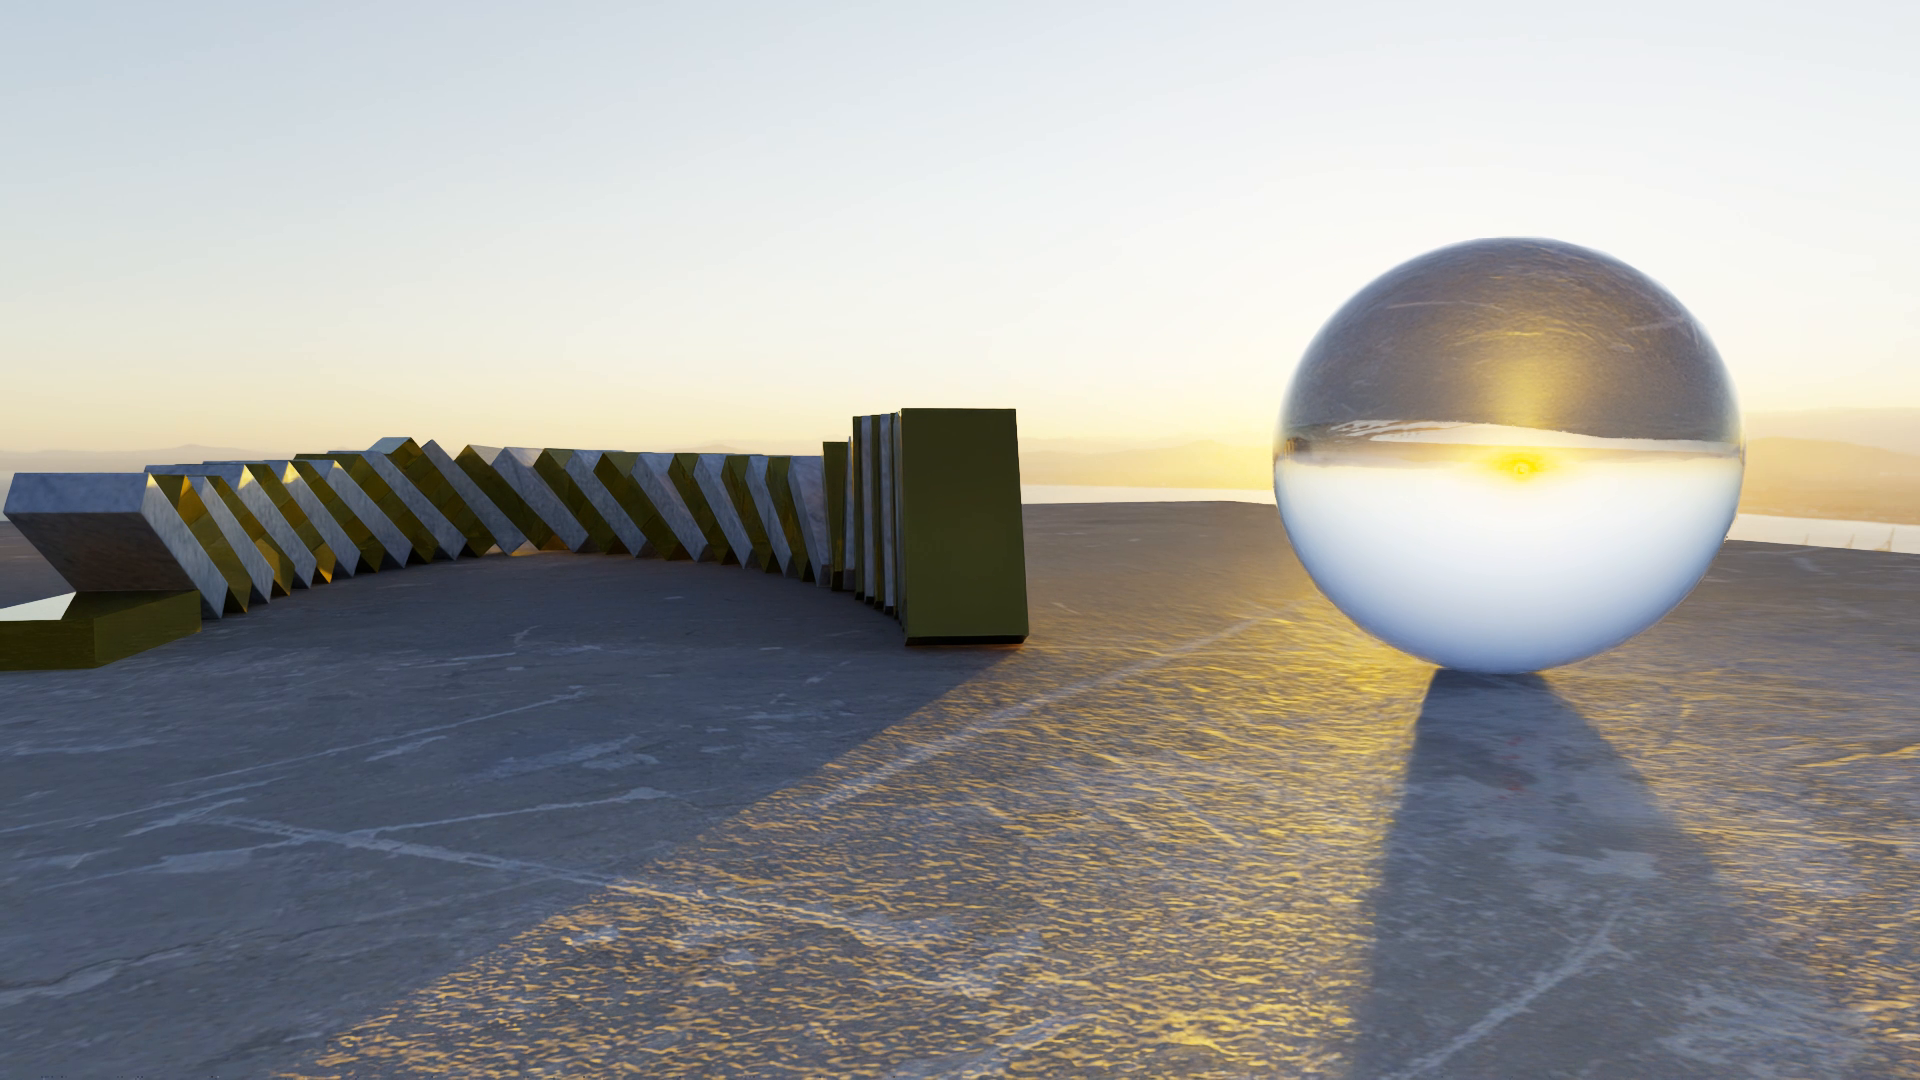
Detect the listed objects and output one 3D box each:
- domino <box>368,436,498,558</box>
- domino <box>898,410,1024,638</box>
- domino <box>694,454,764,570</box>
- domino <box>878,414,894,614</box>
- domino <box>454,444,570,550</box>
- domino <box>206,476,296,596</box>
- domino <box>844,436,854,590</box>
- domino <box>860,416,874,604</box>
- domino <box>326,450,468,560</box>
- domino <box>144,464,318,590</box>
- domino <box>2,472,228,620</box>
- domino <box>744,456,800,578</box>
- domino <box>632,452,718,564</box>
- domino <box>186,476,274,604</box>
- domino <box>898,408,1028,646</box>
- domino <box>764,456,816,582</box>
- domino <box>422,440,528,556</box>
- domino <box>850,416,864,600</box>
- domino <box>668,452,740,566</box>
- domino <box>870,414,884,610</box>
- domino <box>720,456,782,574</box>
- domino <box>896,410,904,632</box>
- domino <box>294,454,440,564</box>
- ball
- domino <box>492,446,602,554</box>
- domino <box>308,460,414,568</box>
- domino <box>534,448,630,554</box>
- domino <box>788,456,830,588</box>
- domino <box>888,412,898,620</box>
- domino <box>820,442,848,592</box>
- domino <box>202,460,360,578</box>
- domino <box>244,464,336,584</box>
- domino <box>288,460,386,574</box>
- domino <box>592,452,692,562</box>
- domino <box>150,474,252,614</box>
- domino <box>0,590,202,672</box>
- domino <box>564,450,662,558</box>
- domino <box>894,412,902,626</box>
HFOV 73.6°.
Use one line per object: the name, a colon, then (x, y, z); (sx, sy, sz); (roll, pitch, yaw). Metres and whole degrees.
domino: (-0.196, -0.016, 0.476); (0.025, 0.050, 0.009); (4, 45, 44)
domino: (0.000, -0.004, 0.284); (0.025, 0.050, 0.009); (-1, -16, -7)
domino: (-0.073, -0.011, 0.454); (0.025, 0.010, 0.050); (-3, 44, -36)
domino: (-0.007, -0.007, 0.324); (0.025, 0.050, 0.010); (-1, -16, -7)
domino: (-0.173, -0.017, 0.505); (0.050, 0.009, 0.025); (44, 8, 7)
domino: (-0.199, 0.000, 0.338); (0.025, 0.009, 0.050); (0, -28, -5)
domino: (-0.021, -0.008, 0.373); (0.025, 0.050, 0.010); (4, -39, -8)
domino: (-0.013, -0.008, 0.344); (0.025, 0.050, 0.009); (-1, -16, -7)
domino: (-0.202, -0.012, 0.456); (0.025, 0.009, 0.050); (2, -37, 25)
domino: (-0.202, -0.003, 0.356); (0.025, 0.009, 0.050); (-1, -32, -3)
domino: (-0.184, 0.003, 0.284); (0.025, 0.009, 0.050); (0, -29, -11)
domino: (-0.053, -0.009, 0.428); (0.025, 0.010, 0.050); (-2, 43, -27)
domino: (-0.098, -0.013, 0.475); (0.025, 0.010, 0.050); (-5, 46, -49)
domino: (-0.193, 0.001, 0.320); (0.025, 0.009, 0.050); (-1, -28, -9)
domino: (0.000, -0.003, 0.274); (0.025, 0.050, 0.010); (-1, -16, -7)
domino: (-0.044, -0.008, 0.414); (0.025, 0.010, 0.050); (-2, 43, -25)
domino: (-0.188, -0.016, 0.491); (0.010, 0.050, 0.025); (-44, 20, -15)
domino: (-0.017, -0.009, 0.353); (0.025, 0.050, 0.009); (-1, -16, -8)
domino: (-0.084, -0.012, 0.466); (0.025, 0.010, 0.050); (-3, 44, -40)
domino: (-0.010, -0.008, 0.334); (0.025, 0.050, 0.009); (-1, -16, -7)
domino: (-0.062, -0.010, 0.441); (0.025, 0.010, 0.050); (-3, 43, -31)
domino: (-0.001, -0.005, 0.294); (0.025, 0.050, 0.010); (-1, -16, -7)
domino: (-0.204, -0.010, 0.439); (0.025, 0.010, 0.050); (1, -35, 15)
ball: (0.099, -0.015, 0.237); (0.080, 0.080, 0.080); (0, 4, 0)
domino: (-0.157, -0.016, 0.502); (0.050, 0.010, 0.025); (44, 13, 11)
domino: (-0.205, -0.008, 0.422); (0.025, 0.010, 0.050); (1, -32, 10)
domino: (-0.141, -0.015, 0.499); (0.050, 0.010, 0.025); (46, 21, 19)
domino: (-0.036, -0.007, 0.399); (0.025, 0.010, 0.050); (-2, 43, -20)
domino: (-0.004, -0.006, 0.314); (0.025, 0.050, 0.009); (-1, -16, -7)
domino: (-0.027, -0.008, 0.384); (0.025, 0.050, 0.010); (0, -39, -11)
domino: (-0.206, -0.005, 0.389); (0.025, 0.010, 0.050); (0, -32, 2)
domino: (-0.204, -0.004, 0.372); (0.025, 0.010, 0.050); (0, -32, -2)
domino: (-0.207, -0.007, 0.406); (0.025, 0.009, 0.050); (1, -32, 7)
domino: (-0.113, -0.013, 0.483); (0.050, 0.010, 0.025); (46, 26, 22)
domino: (-0.188, 0.002, 0.302); (0.025, 0.009, 0.050); (0, -29, -11)
domino: (-0.181, 0.018, 0.265); (0.025, 0.010, 0.050); (-1, 4, -10)
domino: (-0.126, -0.014, 0.491); (0.050, 0.010, 0.025); (47, 25, 21)
domino: (-0.002, -0.005, 0.304); (0.025, 0.050, 0.009); (-1, -16, -7)
